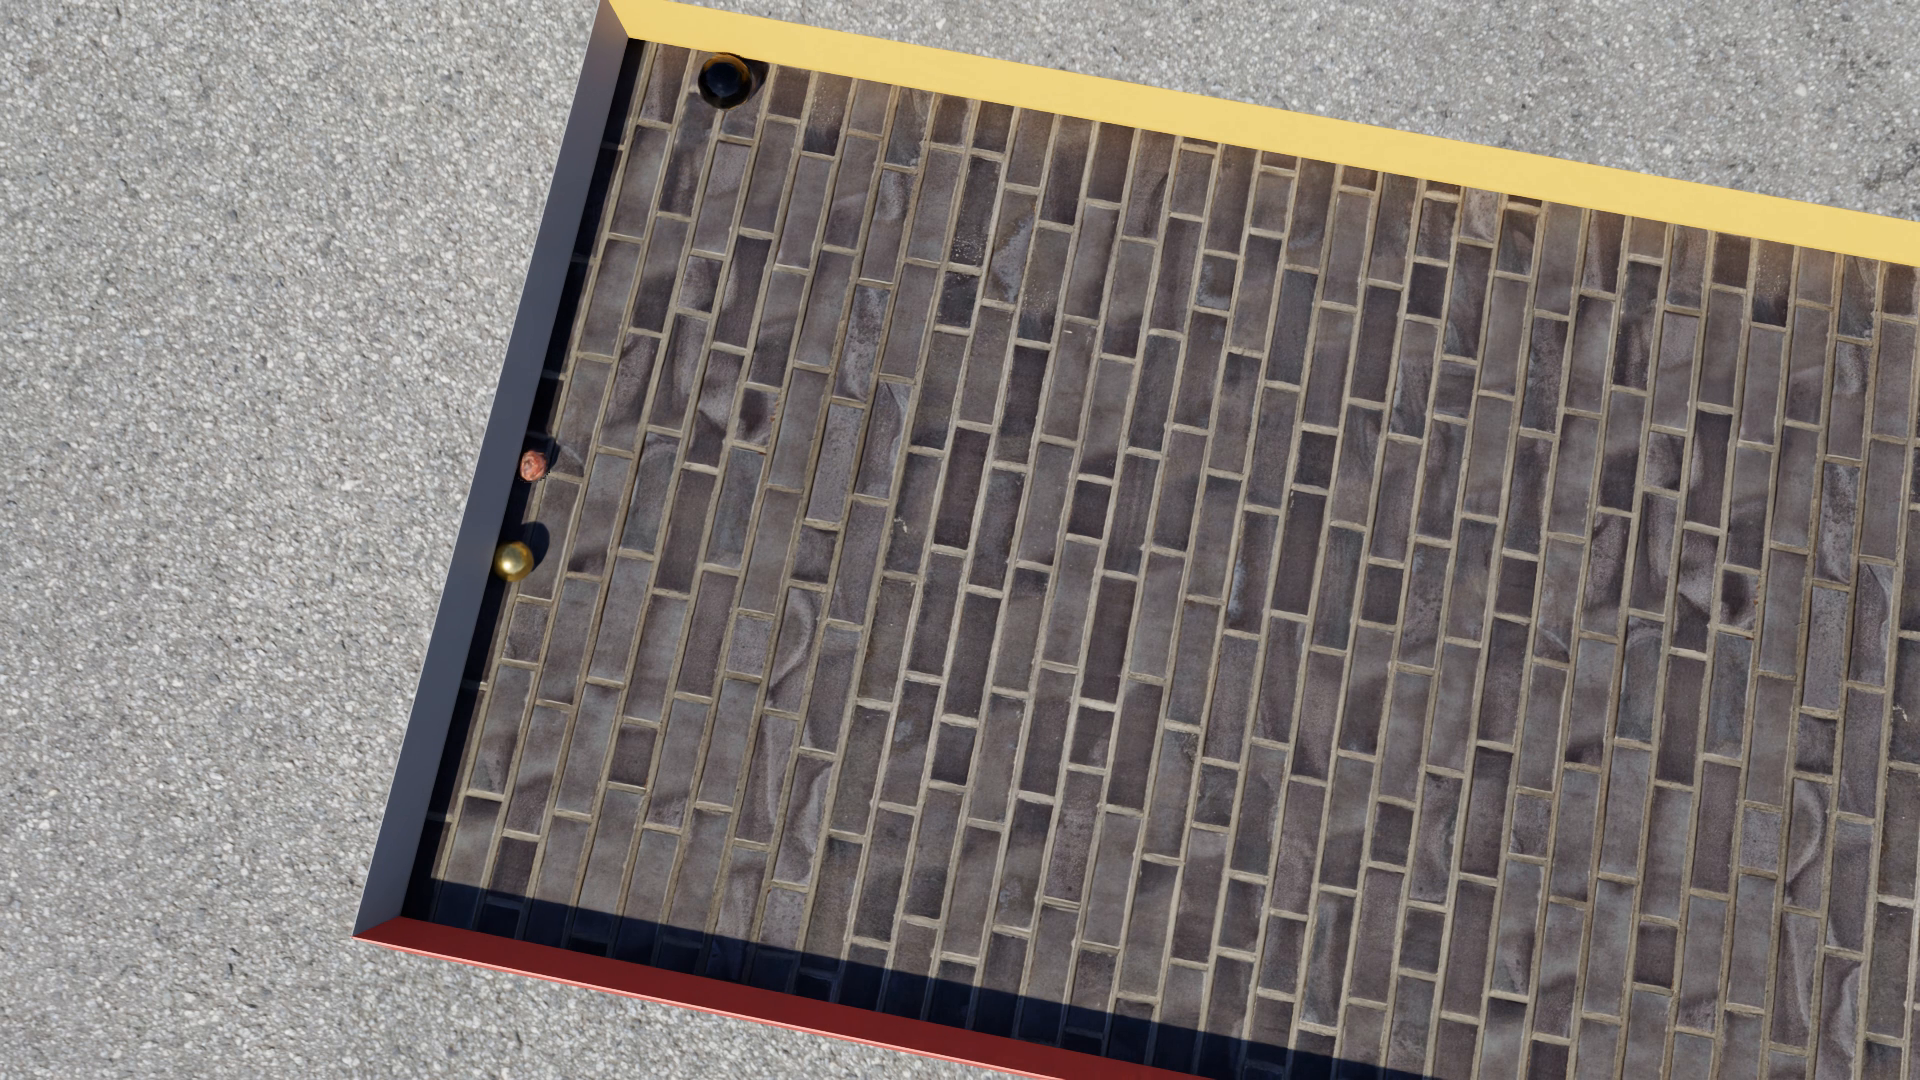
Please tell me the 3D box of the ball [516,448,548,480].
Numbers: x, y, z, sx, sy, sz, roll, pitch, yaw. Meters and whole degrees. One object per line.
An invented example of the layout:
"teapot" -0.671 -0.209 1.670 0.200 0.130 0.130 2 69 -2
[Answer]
"ball" -0.662 -0.117 3.394 0.050 0.050 0.050 0 75 0

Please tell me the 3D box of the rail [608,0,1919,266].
"rail" 0.860 -0.572 3.485 2.927 0.115 0.045 11 75 3

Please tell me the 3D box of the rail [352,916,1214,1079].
"rail" 0.576 0.827 3.102 2.927 0.115 0.045 11 75 3

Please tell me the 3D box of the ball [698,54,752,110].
"ball" -0.378 -0.738 3.544 0.088 0.088 0.088 0 75 0

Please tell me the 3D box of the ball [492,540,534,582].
"ball" -0.681 0.031 3.347 0.065 0.065 0.065 0 75 0

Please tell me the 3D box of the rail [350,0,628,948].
"rail" -0.695 -0.139 3.366 0.045 0.115 1.526 11 75 3
